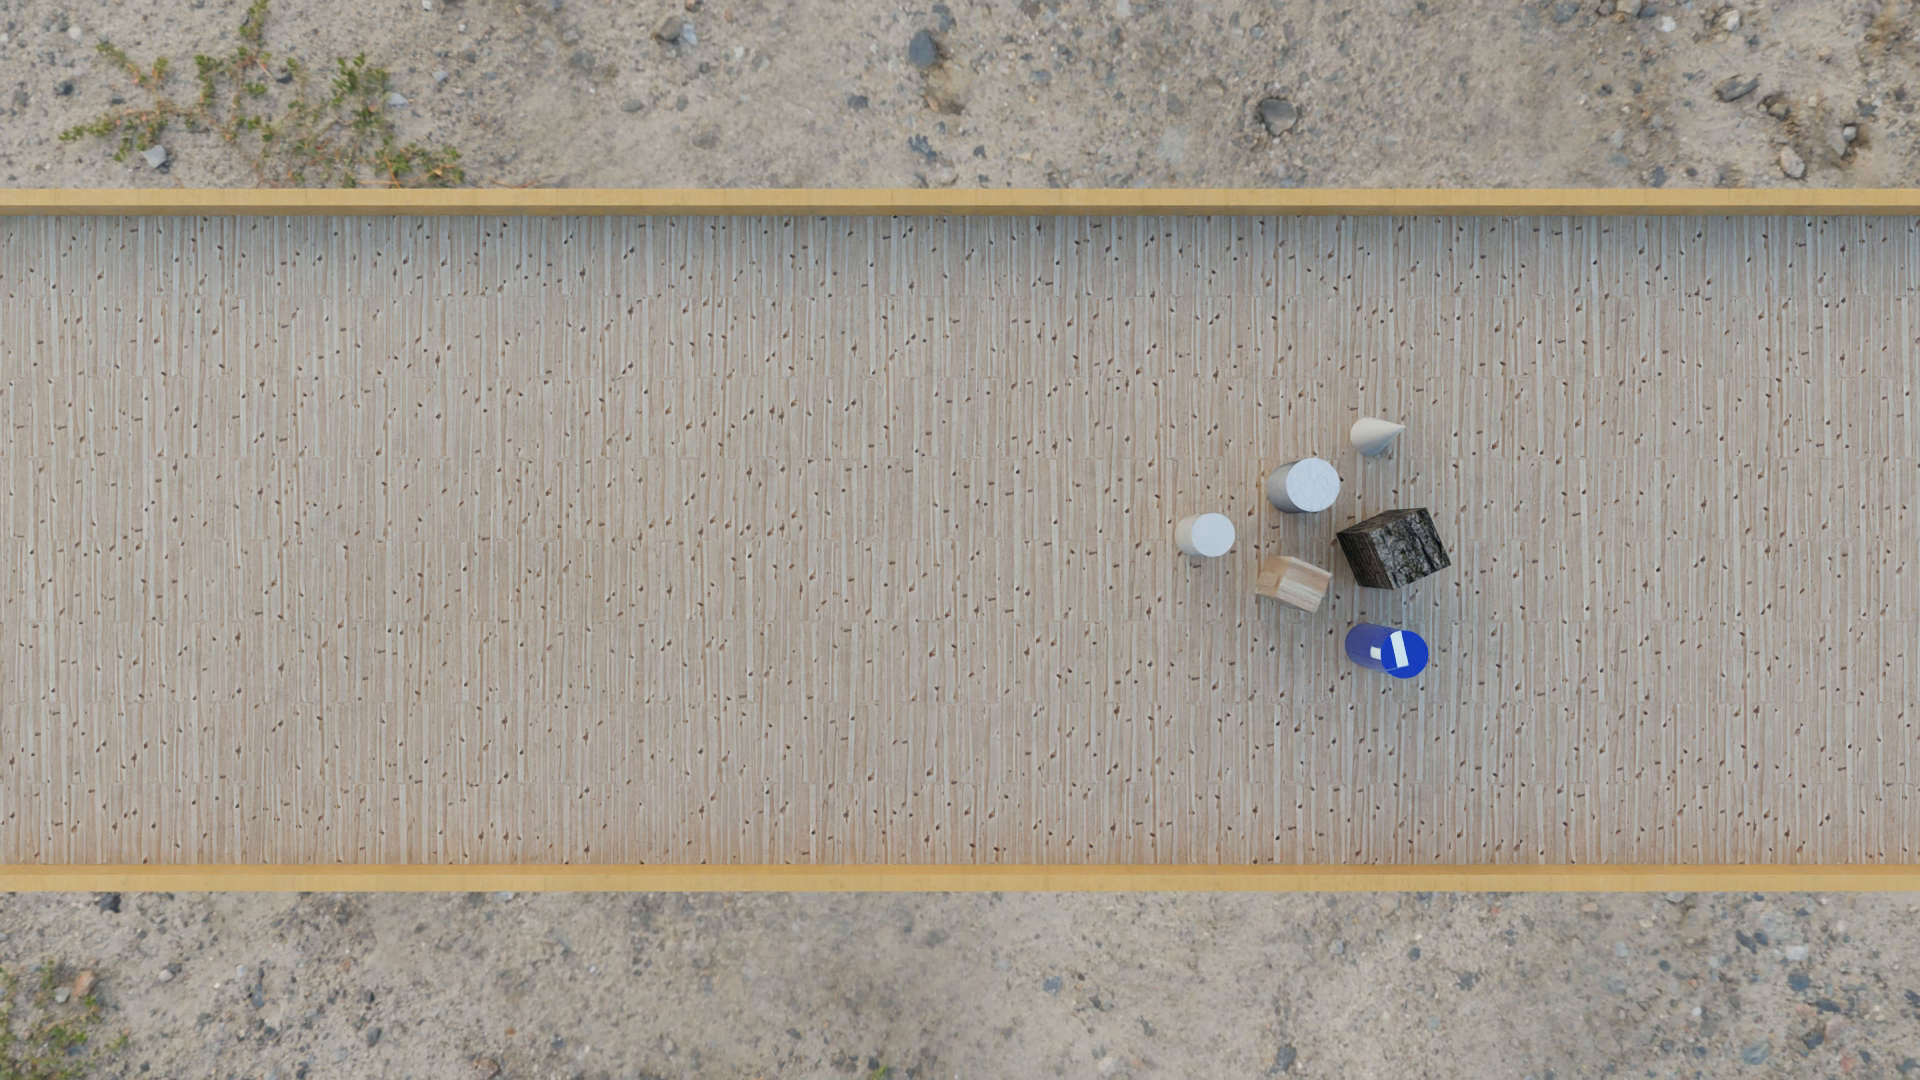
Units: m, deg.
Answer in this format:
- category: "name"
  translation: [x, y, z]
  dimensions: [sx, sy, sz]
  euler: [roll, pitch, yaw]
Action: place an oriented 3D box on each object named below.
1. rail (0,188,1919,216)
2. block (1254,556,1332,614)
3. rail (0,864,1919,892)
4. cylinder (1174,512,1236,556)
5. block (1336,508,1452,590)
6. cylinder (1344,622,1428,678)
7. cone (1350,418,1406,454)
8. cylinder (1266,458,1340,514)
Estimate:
- category: "rail"
  translation: [-2.247, -1.025, 5.002]
  dimensions: [12.000, 0.150, 0.050]
  euler: [0, 90, 0]
- category: "block"
  translation: [0.982, 0.129, 4.895]
  dimensions: [0.125, 0.363, 0.125]
  euler: [23, 90, 0]
- category: "rail"
  translation: [-2.247, 1.025, 5.001]
  dimensions: [12.000, 0.150, 0.050]
  euler: [0, 90, 0]
- category: "cylinder"
  translation: [0.723, -0.015, 4.892]
  dimensions: [0.126, 0.368, 0.126]
  euler: [0, 90, 0]
- category: "block"
  translation: [1.274, 0.025, 4.870]
  dimensions: [0.178, 0.412, 0.178]
  euler: [-24, 90, 0]
- category: "cylinder"
  translation: [1.252, 0.322, 4.861]
  dimensions: [0.135, 0.431, 0.135]
  euler: [0, 90, 0]
- category: "cone"
  translation: [1.260, -0.320, 4.865]
  dimensions: [0.117, 0.424, 0.117]
  euler: [0, 90, 0]
- category: "cylinder"
  translation: [1.020, -0.159, 4.920]
  dimensions: [0.156, 0.313, 0.156]
  euler: [0, 90, 0]
